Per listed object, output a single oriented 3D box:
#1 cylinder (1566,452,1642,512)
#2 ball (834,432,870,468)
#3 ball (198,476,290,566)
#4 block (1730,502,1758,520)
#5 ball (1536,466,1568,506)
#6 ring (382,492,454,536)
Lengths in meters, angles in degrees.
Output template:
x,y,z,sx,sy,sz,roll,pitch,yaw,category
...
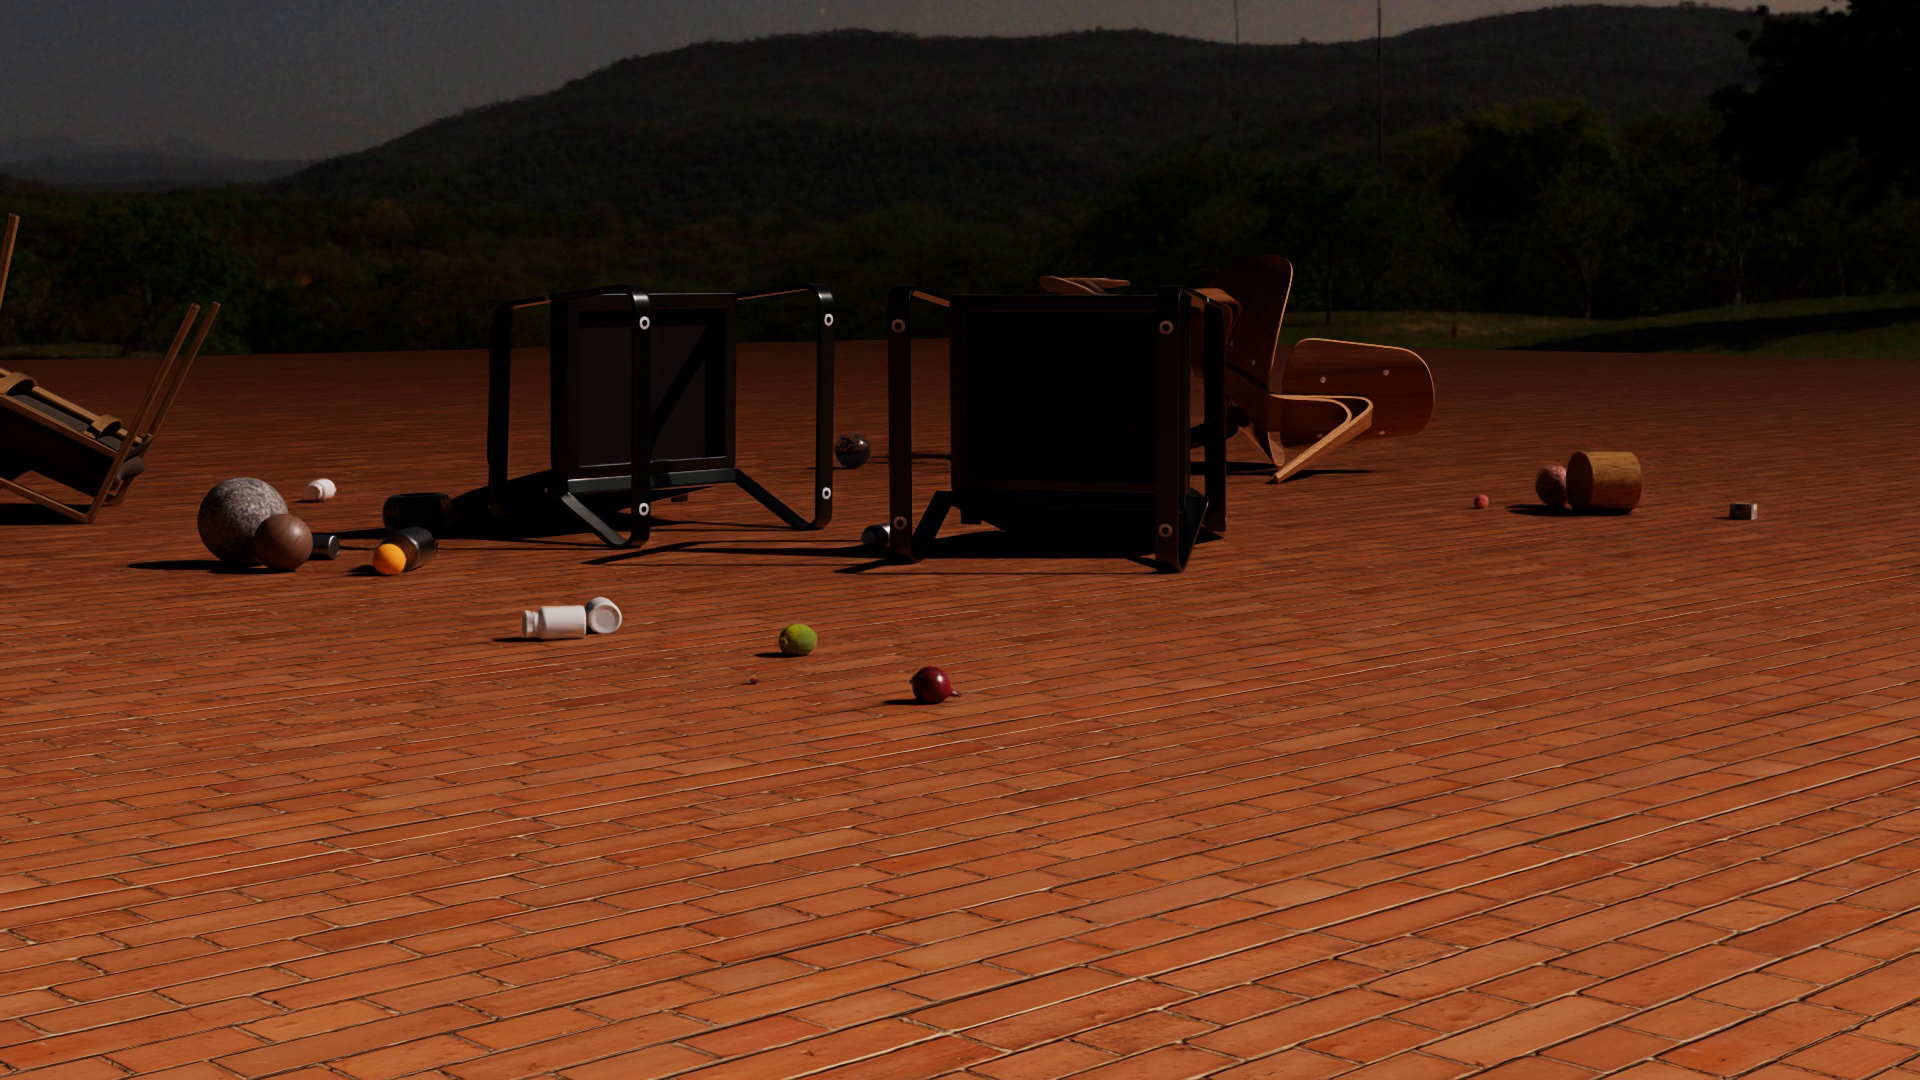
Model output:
x,y,z,sx,sy,sz,roll,pitch,yaw,category
1.794,-0.162,7.157,0.139,0.169,0.213,-1,1,-7,cylinder
-0.368,-0.307,8.791,0.123,0.123,0.123,0,6,0,ball
-1.632,-0.043,5.844,0.203,0.203,0.203,0,6,0,ball
2.128,-0.078,6.970,0.060,0.041,0.043,4,7,37,block
1.705,-0.153,7.333,0.116,0.116,0.116,0,6,0,ball
-1.393,-0.068,6.604,0.177,0.099,0.228,-1,5,6,ring
